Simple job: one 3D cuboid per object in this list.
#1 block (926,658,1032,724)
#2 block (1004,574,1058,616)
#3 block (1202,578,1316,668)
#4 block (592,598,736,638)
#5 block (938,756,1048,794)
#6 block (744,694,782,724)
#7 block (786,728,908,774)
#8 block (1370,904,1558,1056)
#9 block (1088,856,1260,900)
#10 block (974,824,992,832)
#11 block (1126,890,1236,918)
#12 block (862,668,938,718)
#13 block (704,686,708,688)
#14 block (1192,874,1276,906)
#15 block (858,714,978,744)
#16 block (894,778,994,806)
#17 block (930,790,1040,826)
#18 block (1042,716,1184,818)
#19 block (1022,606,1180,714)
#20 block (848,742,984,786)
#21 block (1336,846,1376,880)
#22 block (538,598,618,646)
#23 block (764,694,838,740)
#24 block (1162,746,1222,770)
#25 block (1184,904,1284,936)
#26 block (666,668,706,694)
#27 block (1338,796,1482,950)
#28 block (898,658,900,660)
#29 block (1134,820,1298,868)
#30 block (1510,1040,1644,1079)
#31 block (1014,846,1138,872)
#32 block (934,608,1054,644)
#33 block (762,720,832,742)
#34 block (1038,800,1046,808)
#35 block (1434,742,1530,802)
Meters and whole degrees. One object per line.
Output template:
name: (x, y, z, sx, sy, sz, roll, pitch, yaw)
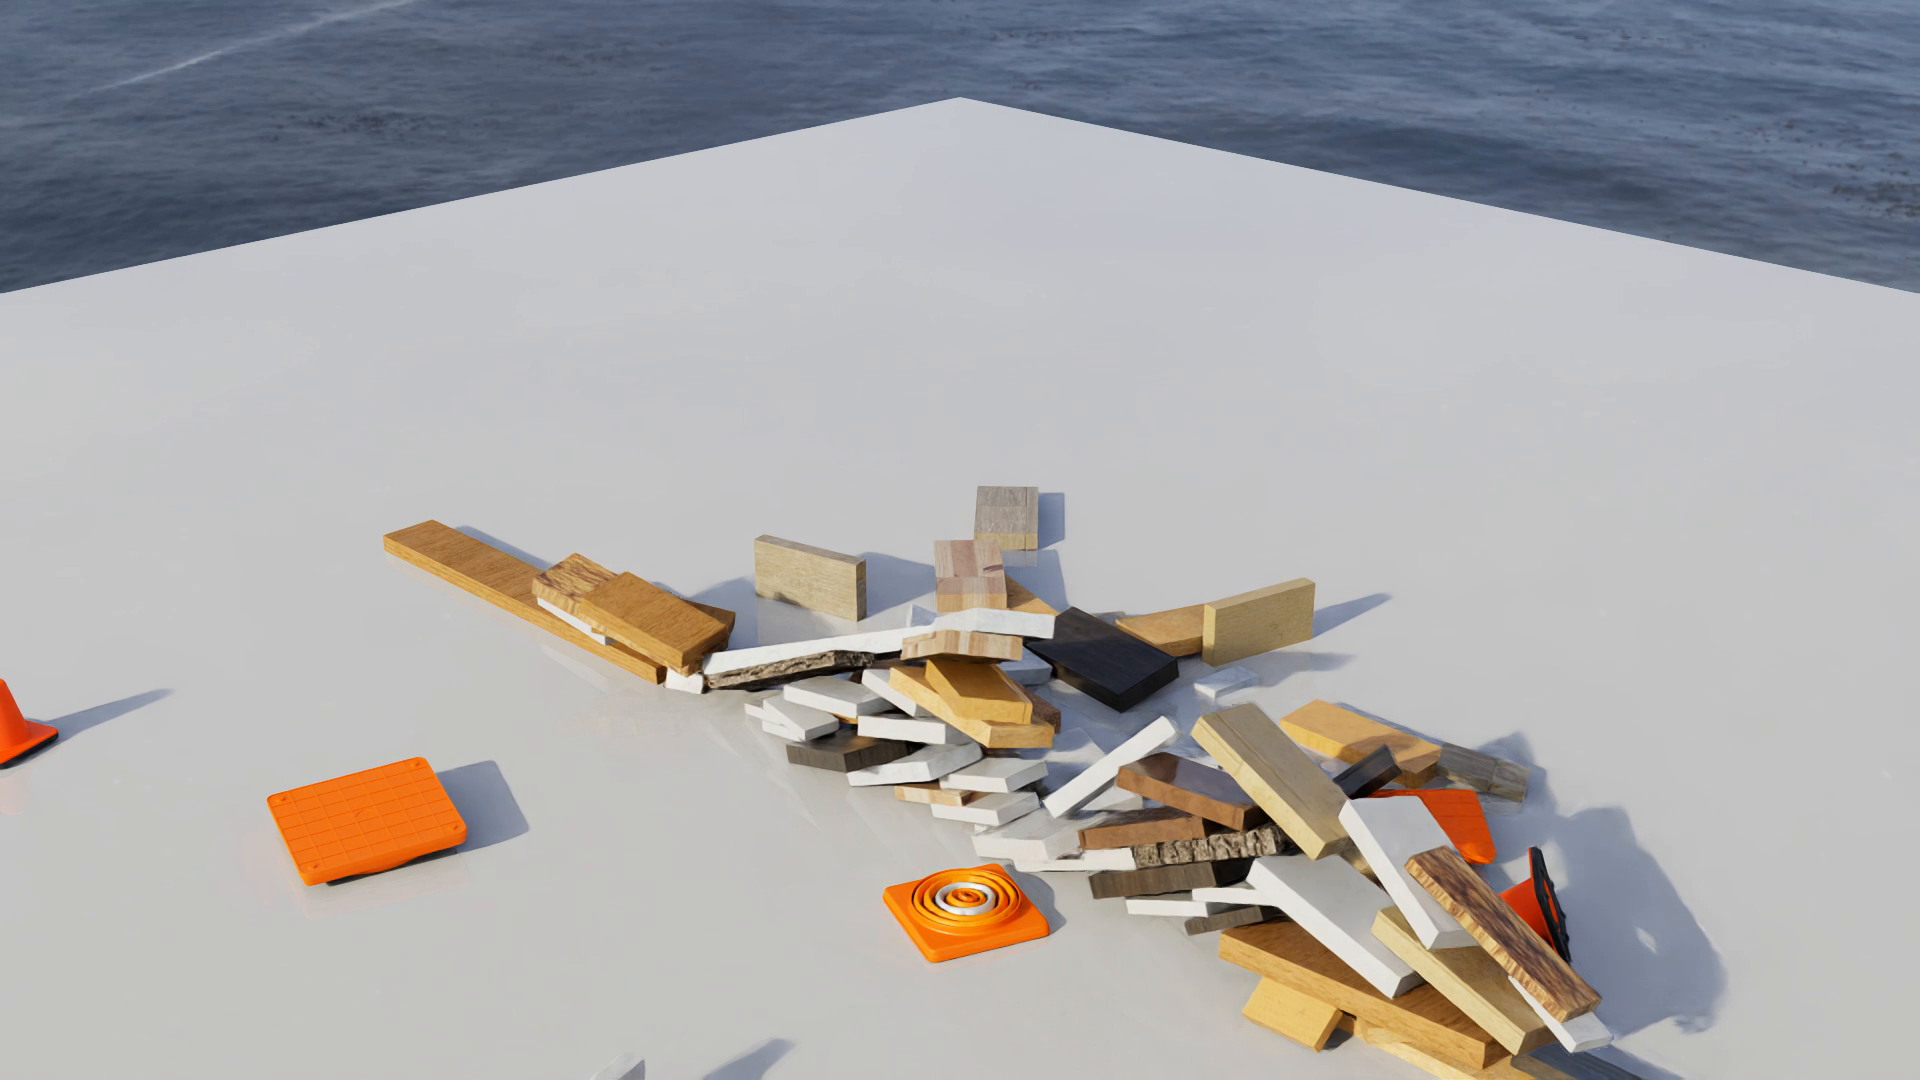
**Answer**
block: (0.035, 0.296, 4.332, 0.144, 0.041, 0.288, 7, 10, -15)
block: (0.106, 0.169, 5.303, 0.165, 0.047, 0.330, -12, 26, -25)
block: (0.697, 0.190, 5.126, 0.292, 0.146, 0.041, -13, 26, -28)
block: (-0.684, 0.190, 5.081, 0.300, 0.042, 0.150, 14, 34, 3)
block: (0.064, 0.463, 4.351, 0.106, 0.030, 0.212, -19, 10, -37)
block: (-0.394, 0.369, 4.801, 0.085, 0.024, 0.169, -14, 11, -30)
block: (-0.238, 0.436, 4.559, 0.140, 0.040, 0.281, -13, 6, -28)
block: (0.853, 0.707, 3.617, 0.165, 0.047, 0.330, -8, 33, -36)
block: (0.402, 0.605, 4.030, 0.158, 0.045, 0.315, -12, -3, -42)
block: (0.081, 0.579, 4.380, 0.094, 0.013, 0.047, 19, 29, 37)
block: (0.408, 0.661, 4.024, 0.095, 0.027, 0.191, -12, 3, -44)
block: (-0.100, 0.316, 4.546, 0.113, 0.032, 0.225, 3, 13, -32)
block: (-0.600, 0.314, 5.004, 0.045, 0.013, 0.091, -21, 30, -40)
block: (0.516, 0.620, 3.908, 0.095, 0.027, 0.191, -12, 4, -42)
block: (-0.065, 0.380, 4.436, 0.140, 0.040, 0.281, 1, -1, -40)
block: (-0.027, 0.501, 4.455, 0.106, 0.030, 0.212, -20, 11, -38)
block: (0.049, 0.527, 4.377, 0.106, 0.030, 0.212, -19, 11, -36)
block: (0.286, 0.422, 4.072, 0.273, 0.039, 0.136, -36, -13, 6)
block: (0.312, 0.269, 5.016, 0.177, 0.050, 0.354, -29, 35, -28)
block: (-0.095, 0.455, 4.490, 0.140, 0.040, 0.281, -20, 5, -38)
block: (0.742, 0.580, 4.276, 0.127, 0.036, 0.255, -33, 28, -3)
block: (-0.859, 0.161, 5.218, 0.151, 0.043, 0.302, -18, 29, -36)
block: (-0.339, 0.372, 4.679, 0.085, 0.024, 0.169, -15, 28, -32)
block: (0.484, 0.463, 4.644, 0.137, 0.019, 0.068, 6, 24, 13)
block: (0.501, 0.669, 3.931, 0.095, 0.027, 0.191, -13, -8, -41)
block: (-0.618, 0.316, 4.956, 0.091, 0.045, 0.013, 9, 0, 21)
block: (0.782, 0.558, 3.716, 0.153, 0.043, 0.307, 0, 38, -28)
block: (-0.098, 0.265, 5.100, 0.208, 0.029, 0.104, -4, 23, -10)
block: (0.482, 0.534, 3.938, 0.315, 0.045, 0.157, -14, -1, 44)
block: (1.022, 0.875, 3.575, 0.222, 0.031, 0.111, 21, 17, 41)
block: (0.263, 0.577, 4.187, 0.157, 0.045, 0.315, -23, 9, -43)
block: (0.065, 0.177, 4.419, 0.159, 0.045, 0.318, 6, -7, -15)
block: (-0.349, 0.400, 4.730, 0.085, 0.024, 0.169, -14, 12, -31)
block: (0.144, 0.533, 4.390, 0.094, 0.013, 0.047, 2, 16, 31)
block: (1.080, 0.479, 4.547, 0.183, 0.026, 0.091, 17, 32, 13)
